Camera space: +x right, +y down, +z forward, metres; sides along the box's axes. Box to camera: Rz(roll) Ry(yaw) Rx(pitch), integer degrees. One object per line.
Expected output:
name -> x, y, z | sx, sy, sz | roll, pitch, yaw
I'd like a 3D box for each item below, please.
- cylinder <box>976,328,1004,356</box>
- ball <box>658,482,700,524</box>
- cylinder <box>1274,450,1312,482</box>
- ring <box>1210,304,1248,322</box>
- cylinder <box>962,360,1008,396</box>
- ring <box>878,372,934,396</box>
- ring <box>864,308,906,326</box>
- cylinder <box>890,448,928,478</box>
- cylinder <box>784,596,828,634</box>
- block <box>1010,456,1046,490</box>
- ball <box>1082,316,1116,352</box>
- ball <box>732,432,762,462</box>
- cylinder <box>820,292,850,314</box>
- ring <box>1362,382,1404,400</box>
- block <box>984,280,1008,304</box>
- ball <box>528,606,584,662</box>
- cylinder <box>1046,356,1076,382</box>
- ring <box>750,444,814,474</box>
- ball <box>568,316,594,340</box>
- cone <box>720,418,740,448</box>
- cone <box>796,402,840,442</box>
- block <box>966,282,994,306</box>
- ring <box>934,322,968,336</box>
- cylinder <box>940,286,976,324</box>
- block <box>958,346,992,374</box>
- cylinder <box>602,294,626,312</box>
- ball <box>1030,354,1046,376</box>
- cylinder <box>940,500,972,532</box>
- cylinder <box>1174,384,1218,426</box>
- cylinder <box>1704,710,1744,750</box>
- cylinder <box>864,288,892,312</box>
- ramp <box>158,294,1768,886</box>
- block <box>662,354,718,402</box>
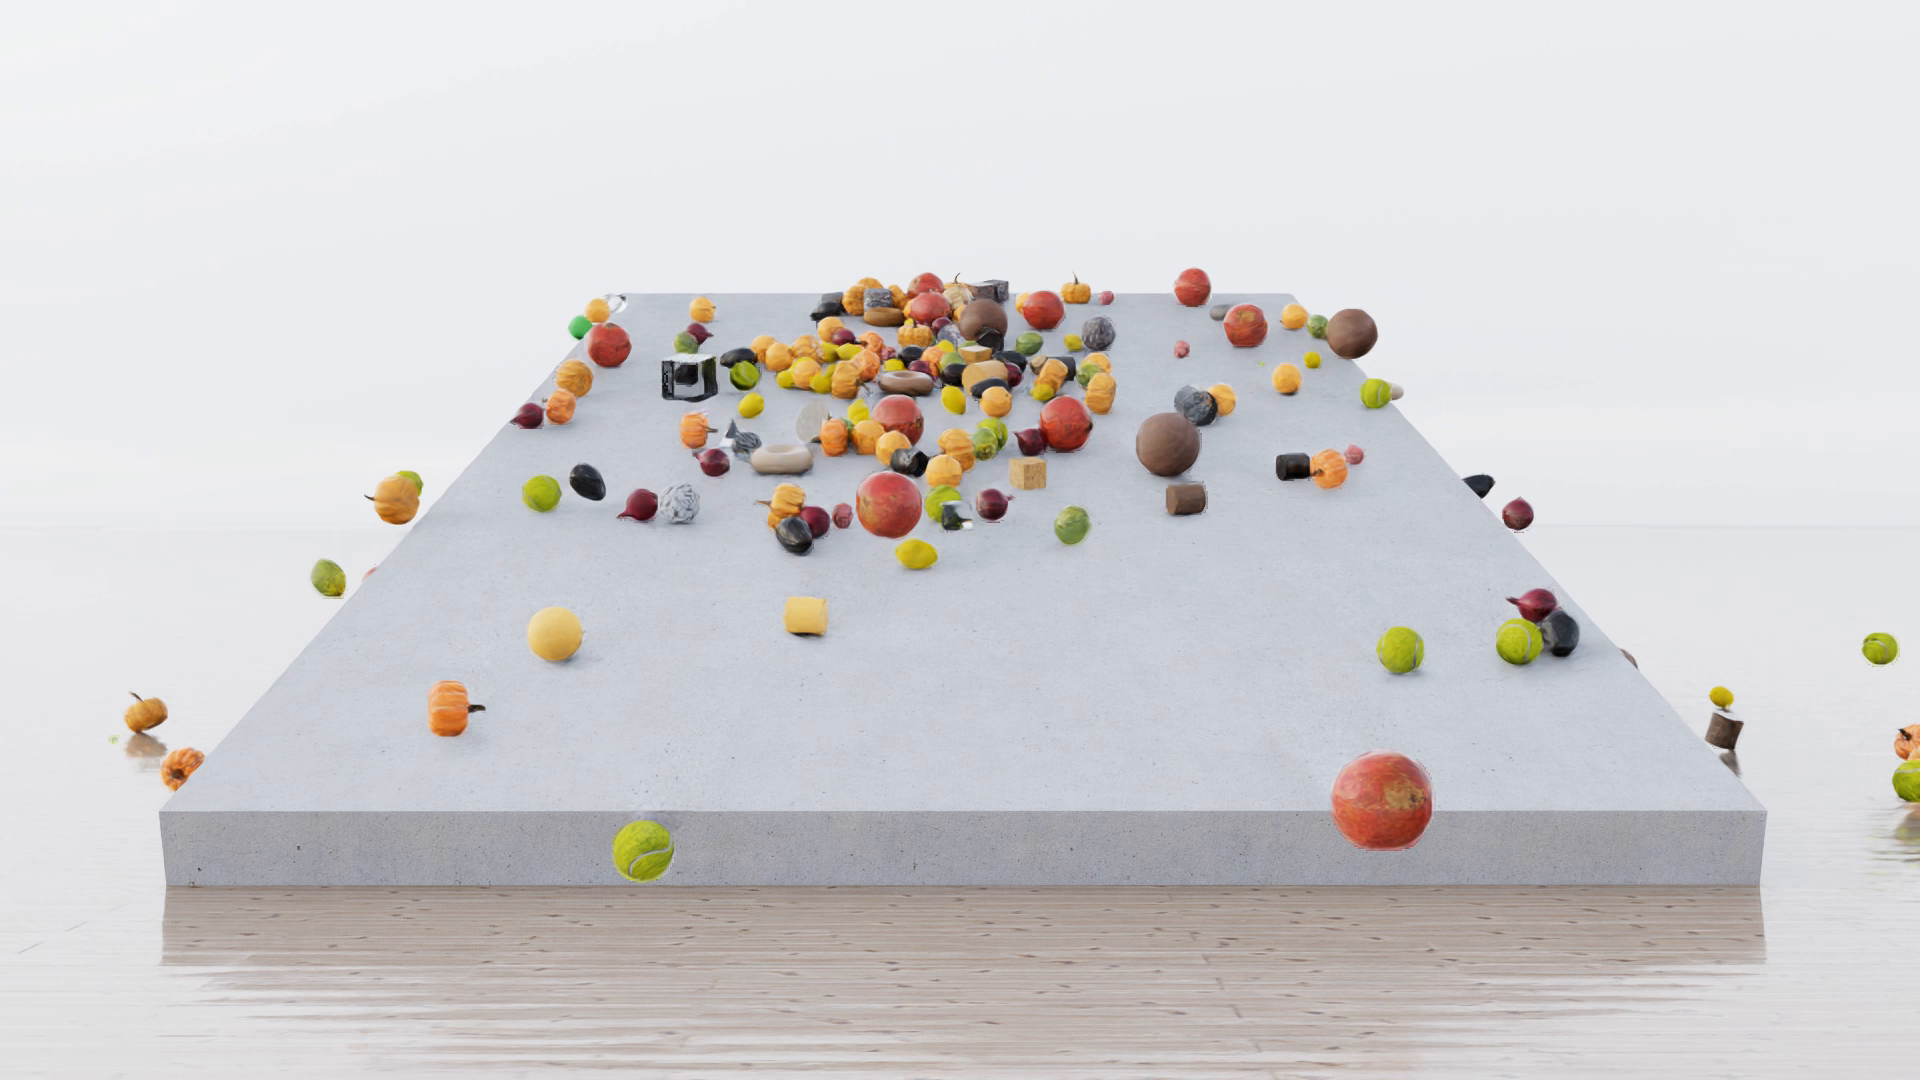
cylinder -> 0.076, -0.508, 5.638 | 0.066, 0.066, 0.066 | 0, 15, -10
ball -> -0.515, -0.068, 4.043 | 0.076, 0.076, 0.076 | 0, 0, 0
cylinder -> 0.661, -0.147, 4.372 | 0.052, 0.052, 0.052 | -20, 9, -23
ring -> 0.750, -0.635, 6.152 | 0.107, 0.036, 0.107 | -1, 16, 0
cylinder -> 0.059, -0.379, 5.156 | 0.077, 0.077, 0.077 | 0, 12, 44
ring -> -0.127, -0.368, 5.181 | 0.131, 0.044, 0.131 | 1, 15, 0
ring -> -0.209, -0.615, 6.073 | 0.117, 0.039, 0.117 | 1, 16, 0
cylinder -> -0.102, -0.155, 4.396 | 0.053, 0.053, 0.053 | 12, 8, 38
cylinder -> -0.237, 0.116, 3.412 | 0.056, 0.056, 0.056 | 4, 1, 10
block -> 0.134, -0.130, 4.311 | 0.052, 0.052, 0.052 | -8, 17, -27
ball -> 0.357, -0.533, 5.687 | 0.088, 0.088, 0.088 | 0, 0, 0
ball -> -0.437, -0.192, 4.512 | 0.062, 0.062, 0.062 | 0, 0, 0
cylinder -> -0.353, -0.673, 6.243 | 0.059, 0.059, 0.059 | 1, 0, -42
ring -> 0.986, -0.347, 5.129 | 0.098, 0.033, 0.098 | 1, 15, 0
block -> 0.103, -0.729, 6.445 | 0.058, 0.058, 0.058 | 12, 19, 36
ball -> -0.604, 0.140, 3.287 | 0.082, 0.082, 0.082 | 0, 0, 0
cylinder -> 0.242, -0.413, 5.304 | 0.063, 0.063, 0.063 | 1, 0, -6
ring -> -0.359, -0.163, 4.445 | 0.128, 0.043, 0.128 | 0, 15, 0
ball -> -1.072, -0.600, 6.225 | 0.070, 0.070, 0.070 | 0, 0, 0
cone -> -0.481, -0.231, 4.659 | 0.058, 0.058, 0.058 | 0, 16, 0
cone -> -0.286, -0.240, 4.723 | 0.092, 0.092, 0.092 | 0, -15, 41
block -> 0.056, -0.714, 6.392 | 0.058, 0.058, 0.058 | -12, 19, -36
ring -> -0.026, -0.566, 5.915 | 0.092, 0.031, 0.092 | -1, 16, 0
cylinder -> -0.005, -0.642, 6.038 | 0.079, 0.079, 0.079 | -13, -34, -9
block -> 0.038, -0.441, 5.409 | 0.060, 0.060, 0.060 | -14, 21, -42
cylinder -> -0.983, -0.675, 6.263 | 0.050, 0.050, 0.050 | 0, 0, -43
ball -> 0.198, -0.427, 5.375 | 0.052, 0.052, 0.052 | 0, 0, 0
cylinder -> -0.006, -0.045, 3.991 | 0.054, 0.054, 0.054 | -5, 1, -1
cylinder -> 0.521, -0.297, 4.864 | 0.078, 0.078, 0.078 | 0, 15, -10
cylinder -> 1.537, 0.382, 4.427 | 0.062, 0.062, 0.062 | 14, 12, -3
cylinder -> -0.230, -0.659, 6.157 | 0.078, 0.078, 0.078 | 0, 16, 0
ramp -> -0.002, -0.153, 4.675 | 2.000, 0.100, 4.000 | 0, 16, 0
block -> -0.629, -0.378, 5.120 | 0.093, 0.093, 0.093 | 6, 17, 21
